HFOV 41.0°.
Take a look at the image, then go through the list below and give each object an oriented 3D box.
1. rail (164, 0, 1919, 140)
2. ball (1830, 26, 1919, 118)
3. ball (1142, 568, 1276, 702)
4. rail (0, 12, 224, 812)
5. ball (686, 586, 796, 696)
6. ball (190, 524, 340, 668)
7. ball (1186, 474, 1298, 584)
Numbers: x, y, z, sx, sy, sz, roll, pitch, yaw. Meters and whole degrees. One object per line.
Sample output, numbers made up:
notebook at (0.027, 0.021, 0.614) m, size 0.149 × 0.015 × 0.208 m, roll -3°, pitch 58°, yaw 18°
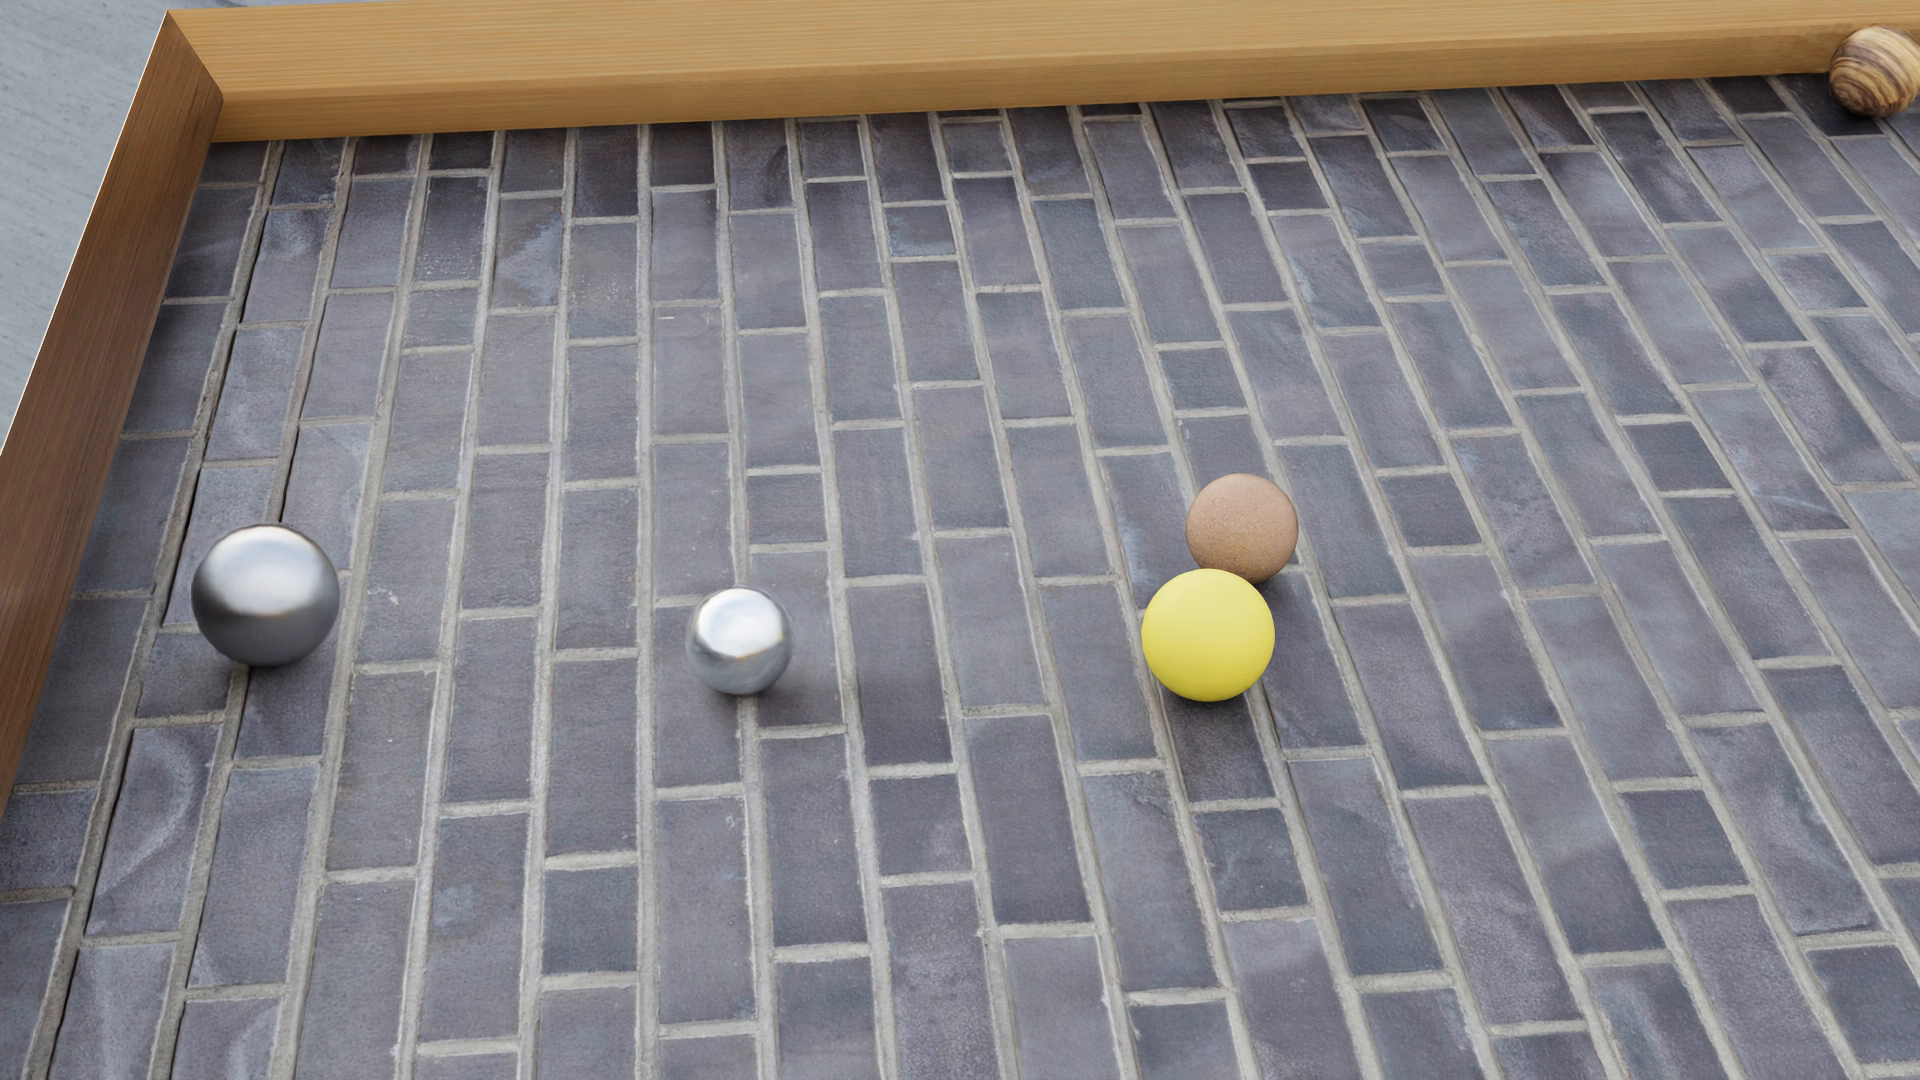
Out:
rail at (0.557, -0.474, 2.384) m, size 2.525 × 0.128 × 0.045 m, roll -3°, pitch 35°, yaw -5°
ball at (0.845, -0.431, 2.363) m, size 0.084 × 0.084 × 0.084 m, roll 0°, pitch 35°, yaw 0°
ball at (0.161, 0.062, 1.665) m, size 0.086 × 0.086 × 0.086 m, roll 0°, pitch 35°, yaw 0°
rail at (-0.605, 0.014, 1.695) m, size 0.045 × 0.128 × 1.499 m, roll -3°, pitch 35°, yaw -5°
ball at (-0.143, 0.065, 1.673) m, size 0.071 × 0.071 × 0.071 m, roll 0°, pitch 35°, yaw 0°
ball at (-0.458, 0.036, 1.693) m, size 0.095 × 0.095 × 0.095 m, roll 0°, pitch 35°, yaw 0°
ball at (0.195, -0.007, 1.770) m, size 0.078 × 0.078 × 0.078 m, roll 0°, pitch 35°, yaw 0°
